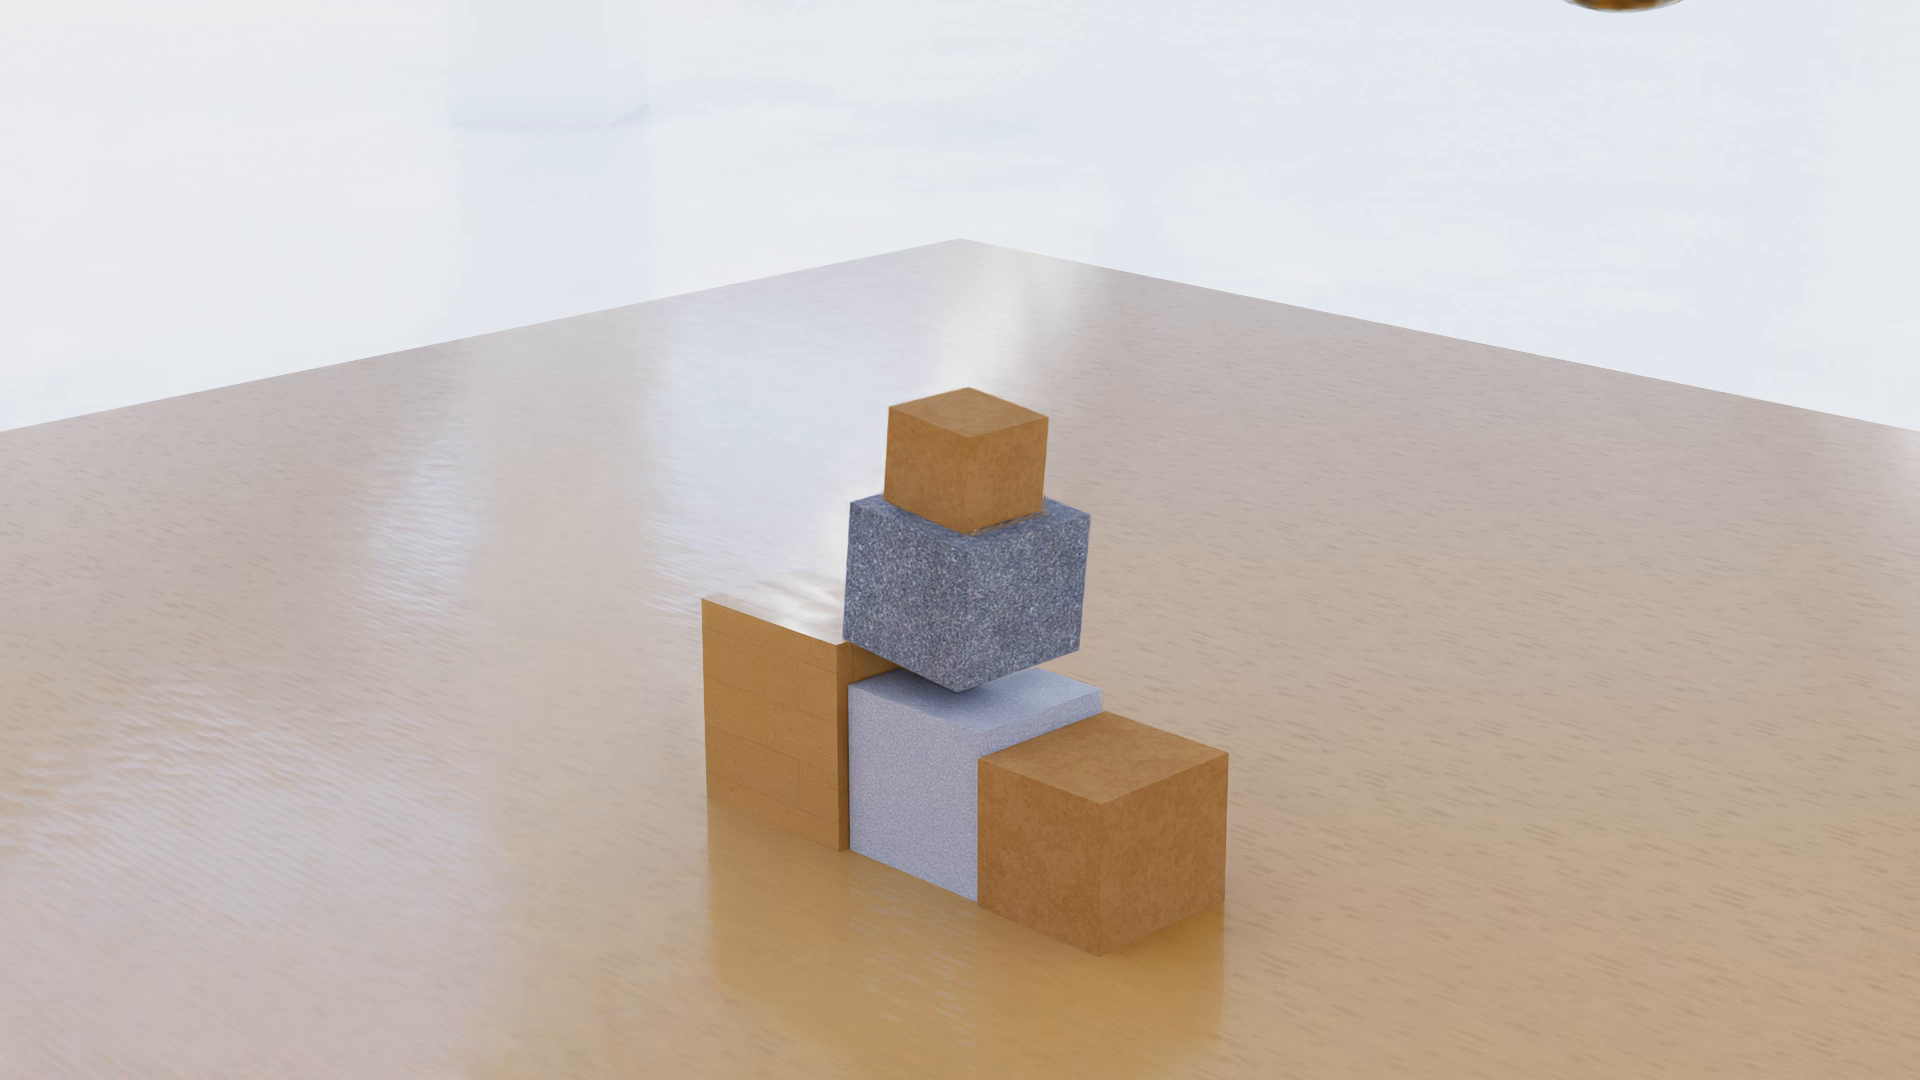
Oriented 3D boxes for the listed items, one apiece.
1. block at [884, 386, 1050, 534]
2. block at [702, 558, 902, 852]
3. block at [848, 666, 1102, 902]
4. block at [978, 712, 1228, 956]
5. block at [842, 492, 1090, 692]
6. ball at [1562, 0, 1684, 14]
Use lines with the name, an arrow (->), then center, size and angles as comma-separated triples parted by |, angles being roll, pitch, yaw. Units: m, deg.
block -> 0.025, -0.366, 13.203 | 0.510, 0.449, 0.509 | -17, 29, -42
block -> -0.579, 0.772, 14.176 | 0.914, 1.027, 0.952 | -17, 24, -42
block -> 0.068, 1.066, 13.587 | 0.789, 0.819, 0.861 | -17, 24, -42
block -> 0.634, 1.291, 13.053 | 0.838, 0.710, 0.735 | -17, 24, -42
block -> 0.025, 0.168, 13.377 | 0.791, 0.670, 0.753 | -17, 29, -42
ball -> 3.645, -3.685, 16.004 | 1.600, 1.600, 1.600 | 0, 17, 0
